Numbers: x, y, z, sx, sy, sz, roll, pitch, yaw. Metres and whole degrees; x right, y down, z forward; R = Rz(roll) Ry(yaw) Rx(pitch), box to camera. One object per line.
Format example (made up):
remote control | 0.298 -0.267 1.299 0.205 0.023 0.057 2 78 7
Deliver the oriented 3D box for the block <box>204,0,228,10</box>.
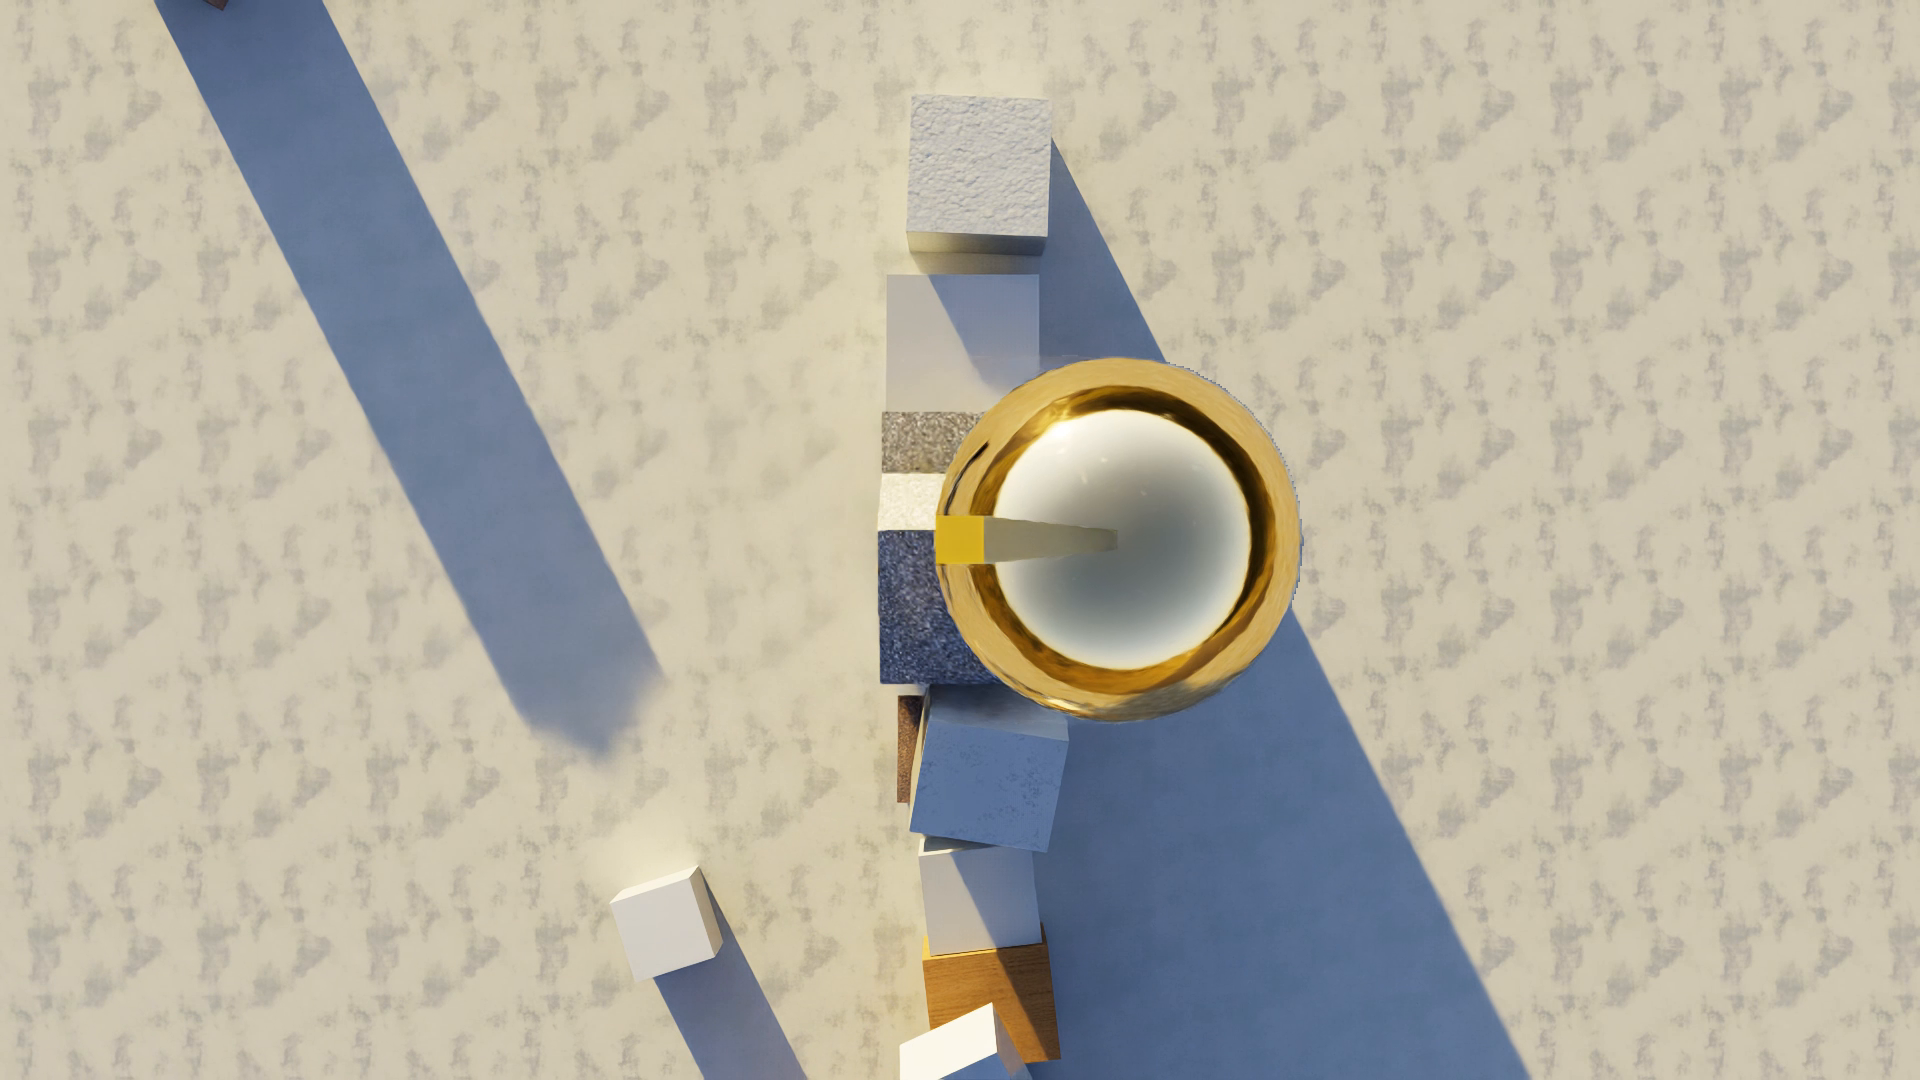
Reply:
block | -4.460 -3.563 12.690 0.592 0.620 0.674 28 90 0

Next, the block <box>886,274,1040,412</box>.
block | 0.015 -1.097 12.641 0.853 0.718 0.772 0 90 0

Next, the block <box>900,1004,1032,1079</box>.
block | 0.050 2.984 11.963 0.567 0.561 0.541 -26 104 5

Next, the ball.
ball | 0.683 0.000 9.620 1.600 1.600 1.600 0 90 0

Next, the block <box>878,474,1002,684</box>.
block | -0.015 0.199 11.689 0.811 0.770 0.880 0 114 0

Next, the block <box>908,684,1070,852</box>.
block | 0.149 1.174 11.908 0.742 0.780 0.648 9 108 -3

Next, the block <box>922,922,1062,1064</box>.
block | 0.176 2.616 12.623 0.706 0.754 0.636 -7 90 0

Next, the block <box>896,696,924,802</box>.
block | -0.044 1.180 12.694 0.617 0.612 0.607 1 90 0

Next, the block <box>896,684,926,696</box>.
block | 0.014 0.481 12.609 0.731 0.783 0.766 0 90 0

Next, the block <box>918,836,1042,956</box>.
block | 0.113 2.012 12.656 0.633 0.688 0.564 -7 90 0

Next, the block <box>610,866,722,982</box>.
block | -1.698 2.224 12.767 0.474 0.465 0.478 -18 90 0

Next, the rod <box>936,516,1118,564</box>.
rod | 0.296 0.000 6.242 0.080 5.200 0.080 0 90 7

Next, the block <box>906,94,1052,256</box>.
block | 0.107 -2.075 12.582 0.784 0.837 0.763 2 90 0

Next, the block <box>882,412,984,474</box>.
block | 0.010 -0.307 12.530 0.876 0.940 0.790 0 90 0
